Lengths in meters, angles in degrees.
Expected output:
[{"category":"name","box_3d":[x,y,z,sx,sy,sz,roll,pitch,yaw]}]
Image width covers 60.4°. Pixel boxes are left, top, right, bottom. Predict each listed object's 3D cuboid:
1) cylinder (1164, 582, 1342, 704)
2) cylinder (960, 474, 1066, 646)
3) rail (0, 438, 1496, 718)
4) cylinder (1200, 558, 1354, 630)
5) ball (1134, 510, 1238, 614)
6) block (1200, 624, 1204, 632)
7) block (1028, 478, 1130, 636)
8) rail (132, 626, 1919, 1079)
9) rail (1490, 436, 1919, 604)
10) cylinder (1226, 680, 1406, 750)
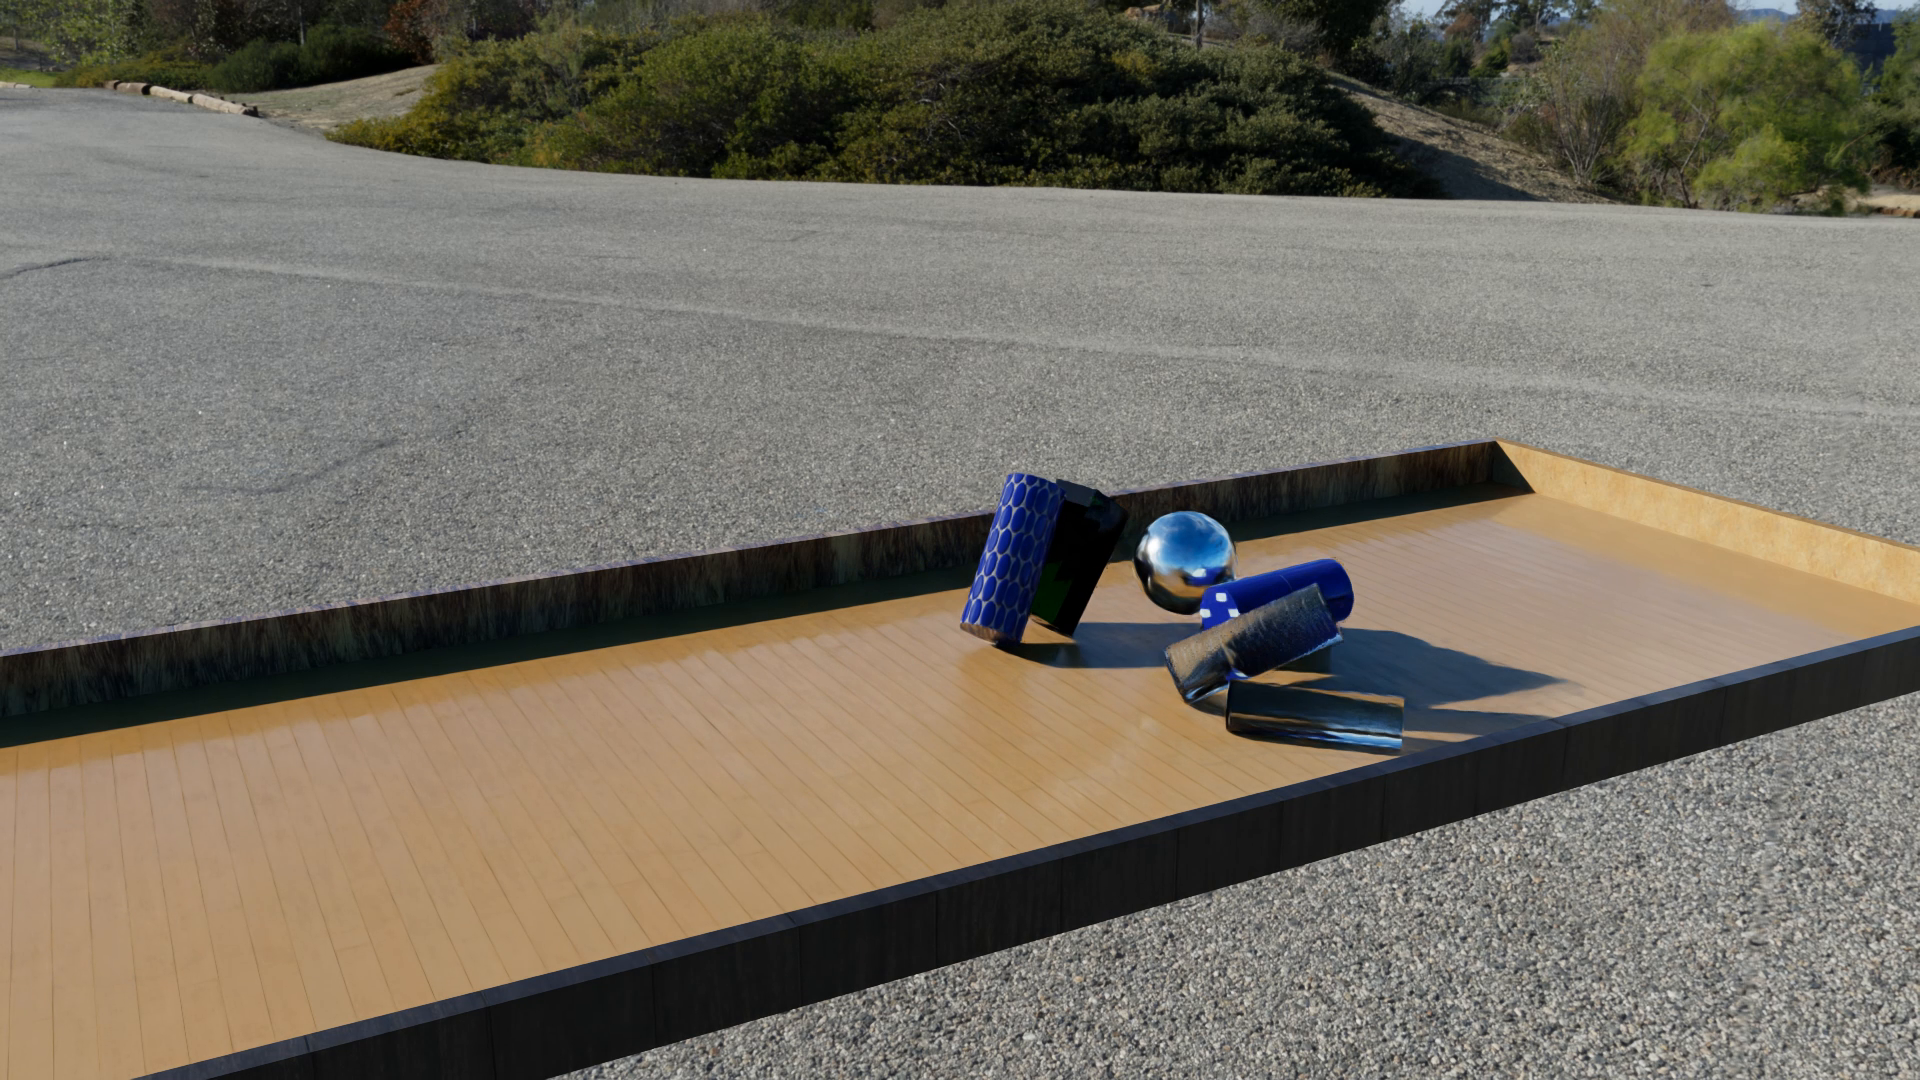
[{"category":"cylinder","box_3d":[0.700,0.249,3.952,0.398,0.150,0.150,-25,12,12]},{"category":"cylinder","box_3d":[0.142,0.053,4.383,0.168,0.428,0.168,17,-15,5]},{"category":"rail","box_3d":[-3.305,0.497,3.399,12.000,0.150,0.050,-9,18,-27]},{"category":"cylinder","box_3d":[0.801,0.162,4.168,0.351,0.168,0.168,-12,20,-26]},{"category":"ball","box_3d":[0.598,0.060,4.379,0.277,0.277,0.277,0,16,0]},{"category":"block","box_3d":[0.821,0.219,4.386,0.382,0.125,0.125,-12,20,-36]},{"category":"block","box_3d":[0.285,0.046,4.494,0.156,0.374,0.156,32,-8,-41]},{"category":"rail","box_3d":[-2.336,1.006,1.665,12.000,0.150,0.050,-9,18,-27]},{"category":"rail","box_3d":[2.466,-0.048,5.253,0.050,0.150,2.100,-9,18,-27]},{"category":"cylinder","box_3d":[0.814,0.399,3.784,0.392,0.121,0.121,5,17,15]}]
